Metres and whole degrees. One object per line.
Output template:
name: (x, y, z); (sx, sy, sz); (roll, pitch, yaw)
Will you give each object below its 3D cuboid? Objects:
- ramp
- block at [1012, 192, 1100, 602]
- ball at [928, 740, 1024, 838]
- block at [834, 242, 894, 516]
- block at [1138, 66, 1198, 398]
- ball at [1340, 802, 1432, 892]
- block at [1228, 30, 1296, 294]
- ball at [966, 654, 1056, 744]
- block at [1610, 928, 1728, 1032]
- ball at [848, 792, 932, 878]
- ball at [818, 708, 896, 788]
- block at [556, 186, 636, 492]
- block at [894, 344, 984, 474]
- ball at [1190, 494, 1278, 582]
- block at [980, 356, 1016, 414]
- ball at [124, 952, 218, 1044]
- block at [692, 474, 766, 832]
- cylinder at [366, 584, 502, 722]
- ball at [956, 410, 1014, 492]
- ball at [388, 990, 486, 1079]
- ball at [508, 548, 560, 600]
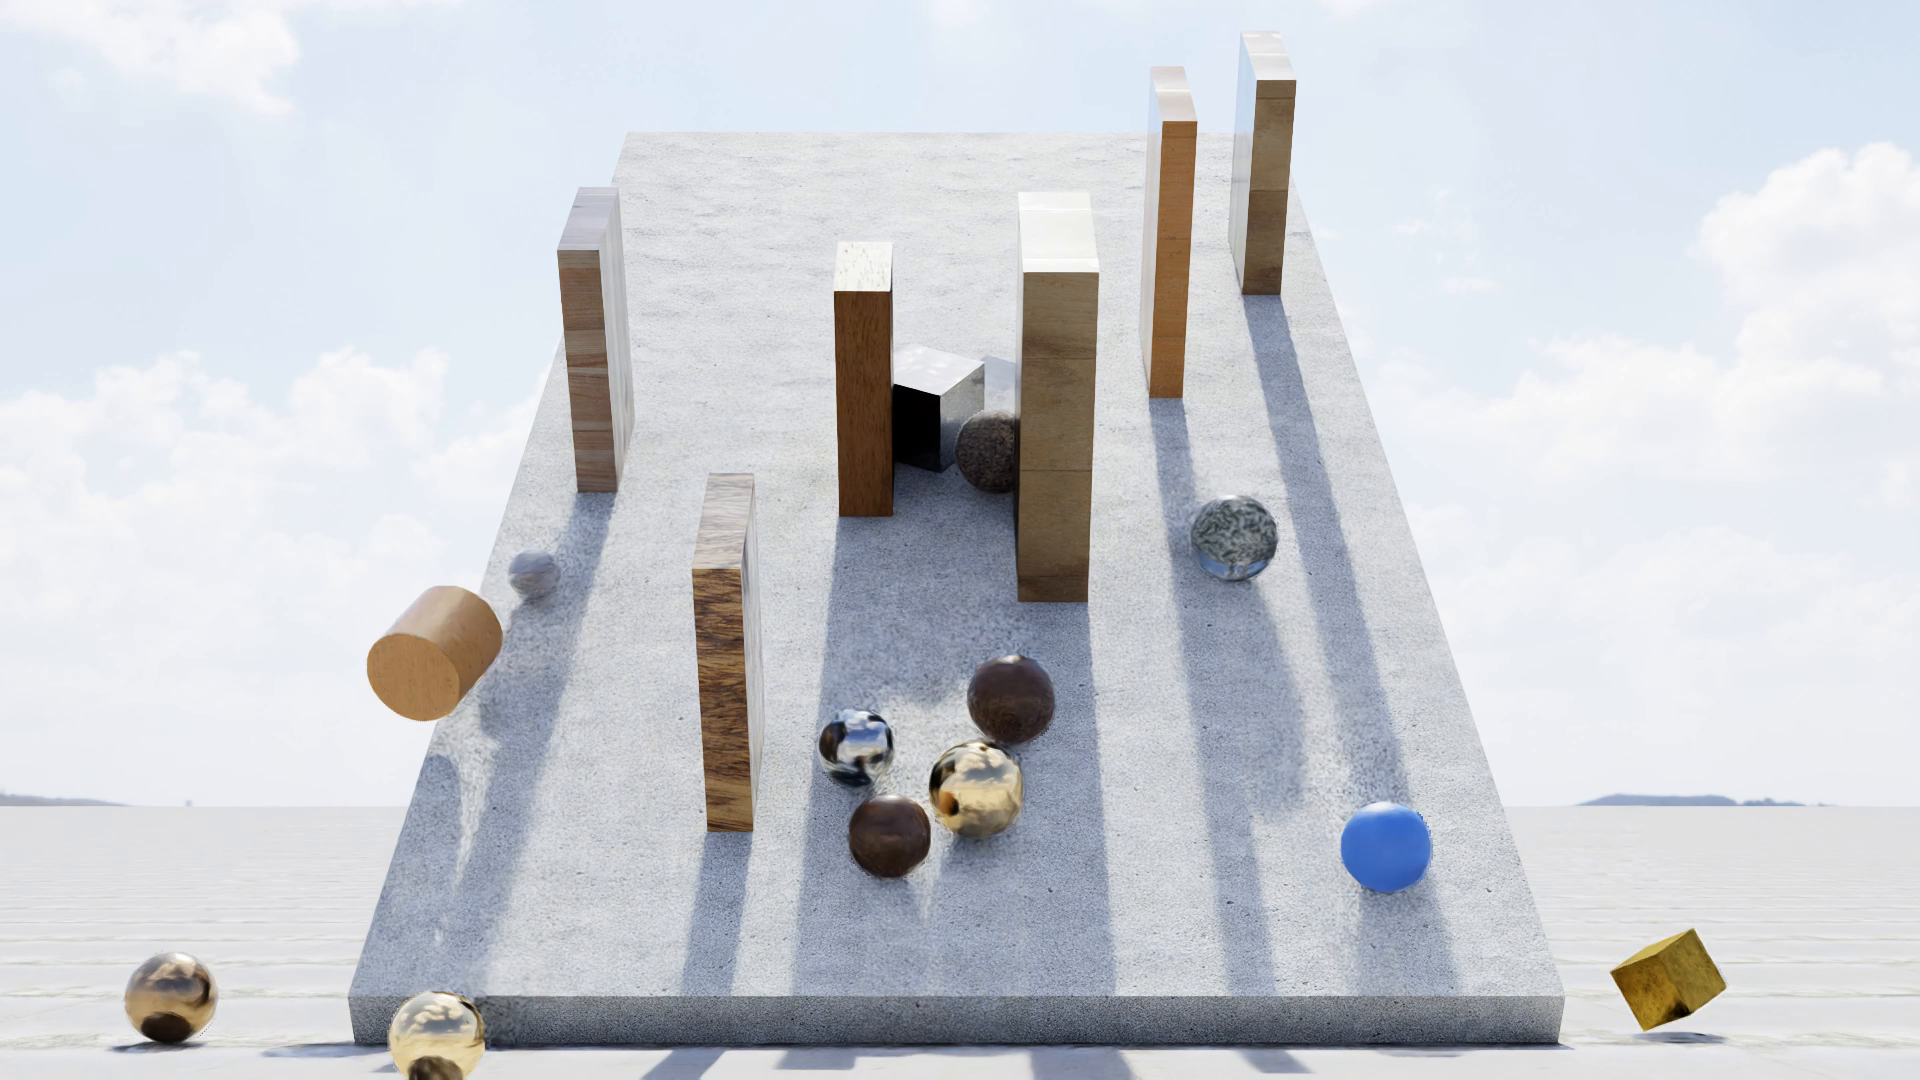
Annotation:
ramp: (-0.013, -0.209, 5.722); (2.000, 0.100, 4.000); (0, 30, 0)
block: (0.194, -0.296, 5.028); (0.147, 0.747, 0.410); (0, 30, 0)
ball: (0.029, 0.445, 4.318); (0.173, 0.173, 0.173); (0, -6, 0)
block: (-0.208, -0.353, 5.325); (0.118, 0.545, 0.261); (0, 30, 0)
block: (0.500, -0.744, 5.847); (0.081, 0.705, 0.378); (0, 30, 0)
ball: (0.738, 0.532, 4.190); (0.155, 0.155, 0.155); (0, -6, 0)
block: (0.797, -1.002, 6.407); (0.101, 0.592, 0.392); (0, 30, 0)
ball: (0.097, 0.300, 4.573); (0.169, 0.169, 0.169); (0, -6, 0)
block: (1.227, 0.761, 4.184); (0.115, 0.115, 0.115); (-21, -12, -38)
ball: (-0.123, 0.516, 4.220); (0.147, 0.147, 0.147); (0, -6, 0)
ball: (-0.190, 0.383, 4.453); (0.145, 0.145, 0.145); (0, -6, 0)
block: (-0.815, -0.452, 5.446); (0.090, 0.591, 0.359); (0, 30, 0)
block: (-0.080, -0.306, 5.589); (0.200, 0.200, 0.200); (16, 34, 26)
ball: (0.578, -0.005, 5.090); (0.185, 0.185, 0.185); (0, -6, 0)
block: (0.084, -0.331, 5.693); (0.140, 0.140, 0.140); (19, 35, 29)
ball: (-1.311, 0.760, 4.016); (0.150, 0.150, 0.150); (0, -6, 0)
block: (-0.413, 0.202, 4.357); (0.083, 0.551, 0.338); (0, 30, 0)
cylinder: (-0.998, 0.214, 4.596); (0.191, 0.191, 0.191); (-2, 27, 17)
ball: (0.082, -0.198, 5.419); (0.185, 0.185, 0.185); (0, -6, 0)
ball: (-0.734, 0.701, 3.397); (0.133, 0.133, 0.133); (0, -6, 0)
ball: (-0.886, 0.070, 5.024); (0.109, 0.109, 0.109); (0, -6, 0)
